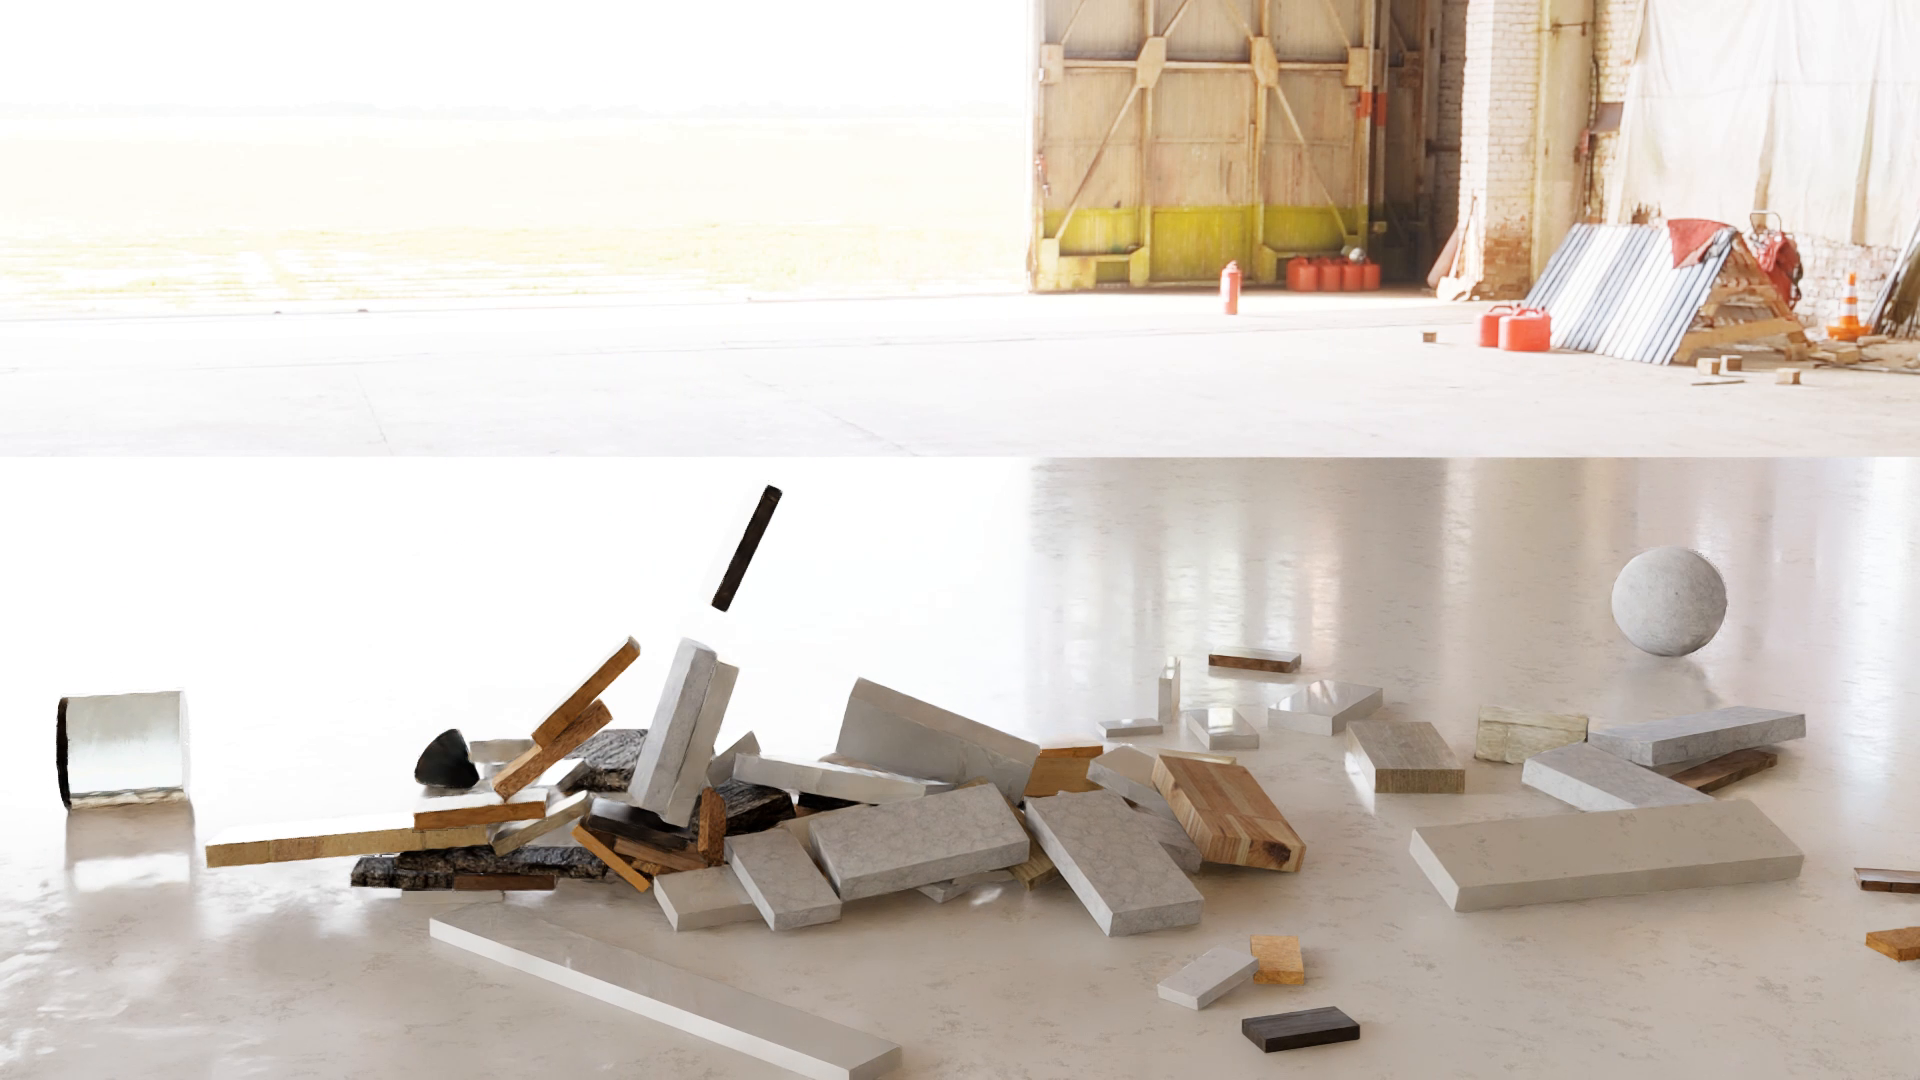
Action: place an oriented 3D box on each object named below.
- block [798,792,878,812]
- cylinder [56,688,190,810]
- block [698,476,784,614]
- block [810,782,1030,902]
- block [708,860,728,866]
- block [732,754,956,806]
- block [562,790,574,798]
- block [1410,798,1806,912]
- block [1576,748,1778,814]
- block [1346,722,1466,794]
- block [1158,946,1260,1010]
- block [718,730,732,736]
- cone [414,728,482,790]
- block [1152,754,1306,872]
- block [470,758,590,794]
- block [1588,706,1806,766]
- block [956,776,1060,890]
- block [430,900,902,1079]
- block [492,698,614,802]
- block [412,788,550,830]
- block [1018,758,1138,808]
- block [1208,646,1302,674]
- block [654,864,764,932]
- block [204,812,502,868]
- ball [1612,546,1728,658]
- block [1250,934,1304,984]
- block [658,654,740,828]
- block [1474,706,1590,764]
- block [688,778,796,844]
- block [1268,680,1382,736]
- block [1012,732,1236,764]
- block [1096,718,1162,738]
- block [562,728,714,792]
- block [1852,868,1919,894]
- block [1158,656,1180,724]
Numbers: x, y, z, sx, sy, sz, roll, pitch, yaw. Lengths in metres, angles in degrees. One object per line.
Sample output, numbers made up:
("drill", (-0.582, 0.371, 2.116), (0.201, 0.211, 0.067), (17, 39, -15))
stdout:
("block", (-0.172, 0.480, 4.069), (0.236, 0.033, 0.118), (10, 12, 6))
("cylinder", (-1.574, 0.393, 4.145), (0.215, 0.215, 0.215), (-3, 11, -14))
("block", (-0.362, 0.006, 3.623), (0.031, 0.220, 0.110), (25, 1, -20))
("block", (-0.068, 0.501, 3.664), (0.330, 0.047, 0.165), (-9, 32, -19))
("block", (-0.490, 0.560, 3.786), (0.190, 0.017, 0.059), (4, 11, 20))
("block", (-0.205, 0.430, 3.907), (0.358, 0.047, 0.165), (7, -3, 19))
("block", (-0.638, 0.466, 4.245), (0.236, 0.033, 0.118), (-7, 13, -33))
("block", (1.097, 0.530, 3.726), (0.646, 0.049, 0.173), (-3, 28, -15))
("block", (1.256, 0.499, 4.104), (0.990, 0.021, 0.073), (-10, 14, -43))
("block", (0.885, 0.432, 4.389), (0.172, 0.049, 0.345), (0, 11, 1))
("block", (0.368, 0.646, 3.251), (0.073, 0.021, 0.147), (10, 23, 44))
("block", (-0.500, 0.415, 4.337), (0.115, 0.033, 0.252), (11, 6, 4))
("cone", (-0.961, 0.453, 4.250), (0.130, 0.130, 0.130), (33, 22, 18))
("block", (0.473, 0.482, 3.907), (0.173, 0.049, 0.346), (9, 16, -14))
("block", (-0.802, 0.444, 4.082), (0.339, 0.021, 0.073), (-10, 26, 51))
("block", (1.510, 0.399, 4.503), (0.437, 0.049, 0.172), (-6, 5, -29))
("block", (0.077, 0.498, 3.751), (0.086, 0.024, 0.276), (-25, 37, -22))
("block", (-0.458, 0.656, 3.231), (0.897, 0.030, 0.106), (9, 14, 39))
("block", (-0.676, 0.346, 3.652), (0.220, 0.031, 0.110), (-37, 9, -8))
("block", (-0.790, 0.444, 3.637), (0.212, 0.030, 0.106), (-5, 5, -7))
("block", (0.119, 0.451, 4.080), (0.439, 0.030, 0.106), (2, 35, -24))
("block", (0.703, 0.284, 5.240), (0.200, 0.028, 0.100), (5, 12, 24))
("block", (-0.370, 0.575, 3.581), (0.230, 0.033, 0.115), (-5, 27, -26))
("block", (-1.009, 0.494, 3.673), (0.458, 0.040, 0.140), (-5, 5, -2))
("ball", (1.712, 0.150, 5.310), (0.266, 0.266, 0.266), (0, 11, 0))
("block", (0.482, 0.639, 3.350), (0.073, 0.021, 0.147), (1, 11, 5))
("block", (-0.444, 0.329, 3.680), (0.040, 0.279, 0.140), (19, 0, -18))
("block", (1.146, 0.397, 4.409), (0.212, 0.106, 0.030), (5, -4, 25))
("block", (-0.444, 0.480, 3.958), (0.165, 0.047, 0.330), (-20, 13, -28))
("block", (0.796, 0.363, 4.780), (0.146, 0.041, 0.292), (6, 12, 31))
("block", (0.298, 0.442, 4.353), (0.472, 0.041, 0.146), (5, 12, 24))
("block", (0.359, 0.397, 4.657), (0.127, 0.018, 0.063), (-3, 11, -15))
("block", (-0.623, 0.404, 4.054), (0.165, 0.047, 0.399), (-29, 12, -34))
("block", (1.579, 0.575, 3.702), (0.131, 0.018, 0.065), (2, 11, 10))
("block", (0.459, 0.327, 4.811), (0.028, 0.100, 0.200), (2, 11, 11))
